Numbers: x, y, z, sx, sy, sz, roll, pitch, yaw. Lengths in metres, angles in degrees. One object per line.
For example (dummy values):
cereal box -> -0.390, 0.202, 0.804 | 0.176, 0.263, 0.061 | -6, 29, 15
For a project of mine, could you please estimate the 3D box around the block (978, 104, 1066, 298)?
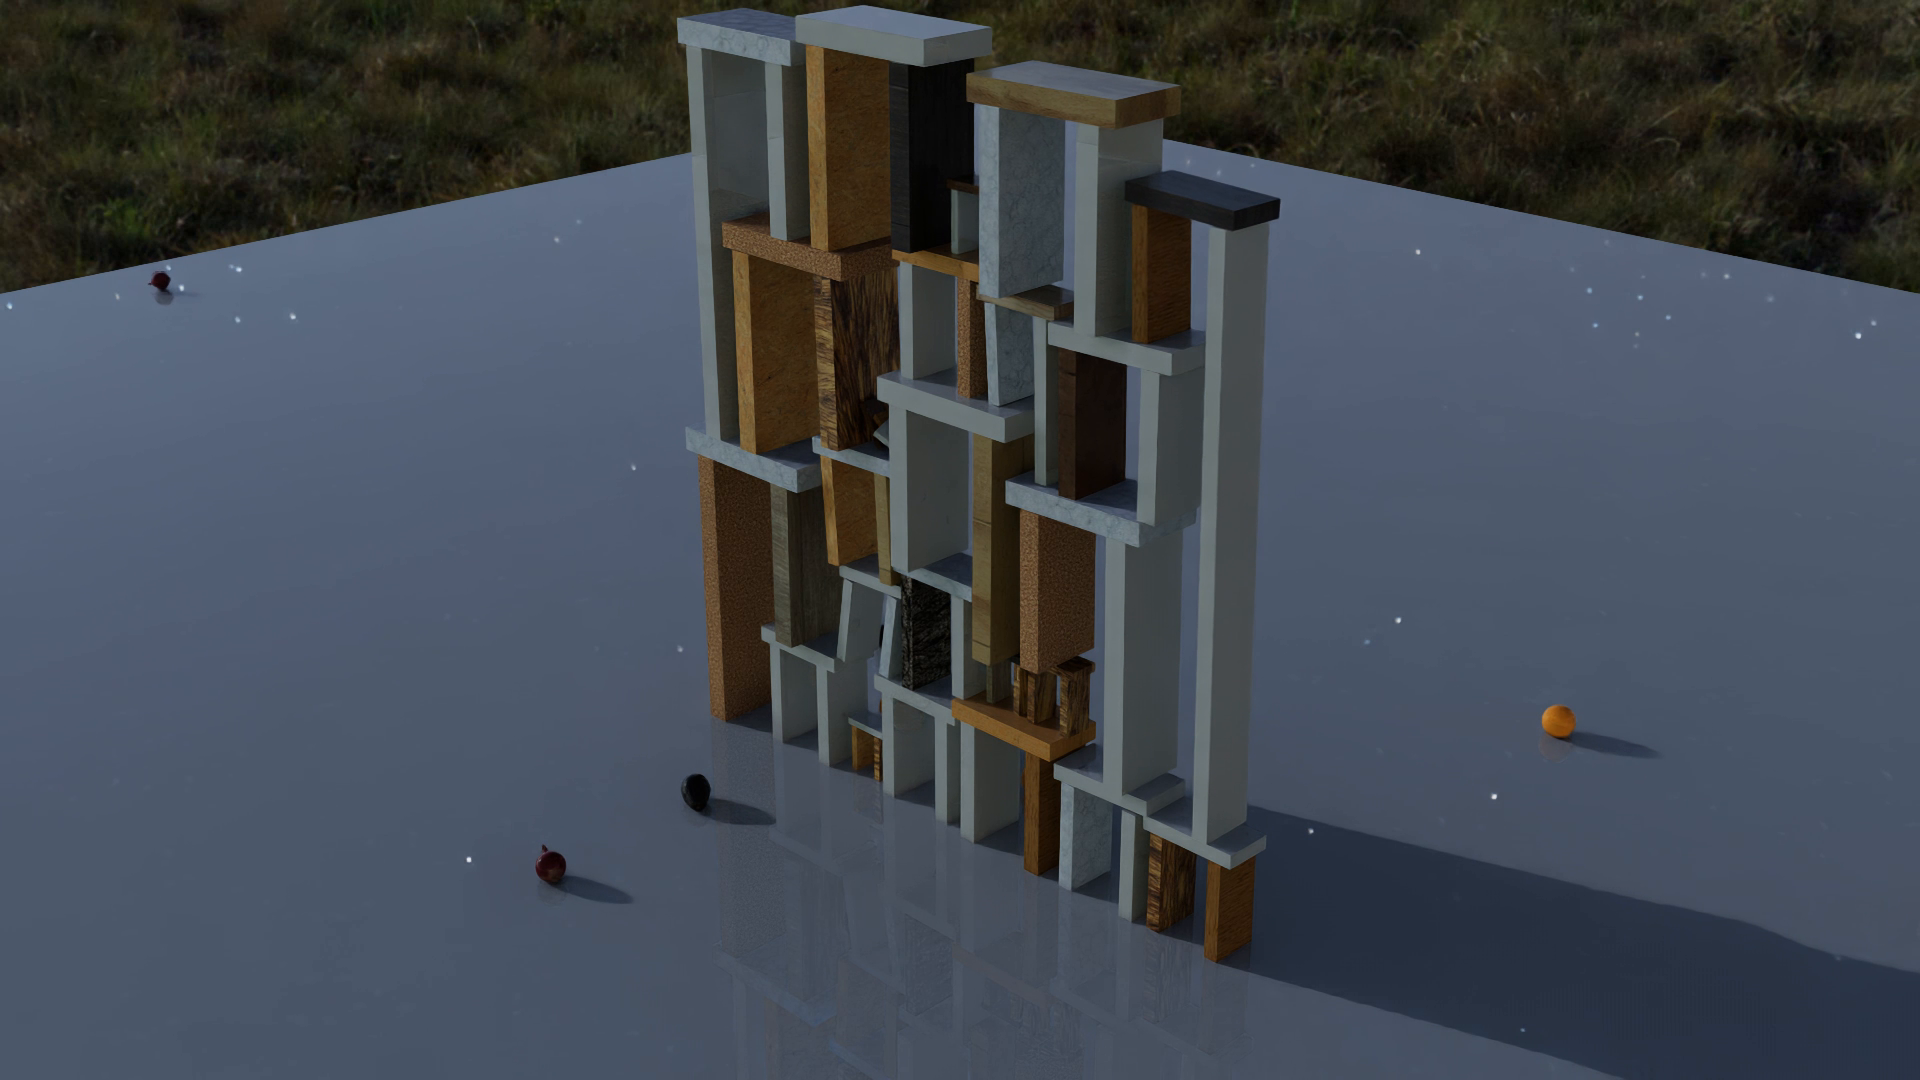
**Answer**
block -> 0.109, -0.604, 3.843 | 0.167, 0.334, 0.047 | -21, 31, -41

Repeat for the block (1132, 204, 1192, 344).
block -> 0.337, -0.455, 3.678 | 0.033, 0.231, 0.116 | 18, 29, 41

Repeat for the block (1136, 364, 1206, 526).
block -> 0.365, -0.174, 3.761 | 0.039, 0.275, 0.137 | 20, 30, 40

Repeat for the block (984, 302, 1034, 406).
block -> 0.090, -0.346, 3.975 | 0.094, 0.189, 0.027 | -21, 27, -41

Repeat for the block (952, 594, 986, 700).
block -> 0.034, 0.193, 4.274 | 0.108, 0.215, 0.030 | -21, 31, -41

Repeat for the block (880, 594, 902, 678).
block -> -0.111, 0.181, 4.419 | 0.092, 0.184, 0.026 | -21, 40, -40

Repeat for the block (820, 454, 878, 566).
block -> -0.220, -0.074, 4.432 | 0.115, 0.230, 0.033 | -21, 27, -41

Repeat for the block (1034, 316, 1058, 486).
block -> 0.175, -0.257, 3.924 | 0.027, 0.311, 0.095 | 19, 30, 41

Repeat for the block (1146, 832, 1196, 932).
block -> 0.392, 0.614, 4.055 | 0.101, 0.202, 0.029 | -21, 31, -40

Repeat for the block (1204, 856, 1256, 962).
block -> 0.487, 0.651, 3.967 | 0.101, 0.203, 0.029 | -21, 30, -40

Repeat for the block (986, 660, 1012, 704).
block -> 0.075, 0.258, 4.257 | 0.015, 0.107, 0.054 | 21, 31, 41

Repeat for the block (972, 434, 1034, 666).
block -> 0.099, -0.002, 4.111 | 0.047, 0.455, 0.166 | 21, 31, 40

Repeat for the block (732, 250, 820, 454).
block -> -0.370, -0.396, 4.454 | 0.174, 0.418, 0.049 | -21, 31, -40

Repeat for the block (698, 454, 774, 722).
block -> -0.470, 0.084, 4.776 | 0.050, 0.615, 0.178 | 21, 31, 41

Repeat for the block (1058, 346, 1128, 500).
block -> 0.234, -0.220, 3.880 | 0.039, 0.274, 0.137 | 19, 30, 40

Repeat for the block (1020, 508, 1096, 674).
block -> 0.181, 0.074, 4.058 | 0.045, 0.315, 0.157 | 20, 30, 41

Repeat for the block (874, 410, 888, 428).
block -> -0.124, -0.210, 4.276 | 0.048, 0.014, 0.095 | -19, 65, -37

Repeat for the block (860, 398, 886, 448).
block -> -0.158, -0.230, 4.298 | 0.048, 0.095, 0.014 | -22, 1, -40

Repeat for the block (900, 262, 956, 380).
block -> -0.060, -0.422, 4.112 | 0.032, 0.223, 0.112 | 21, 31, 41

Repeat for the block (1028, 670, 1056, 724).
block -> 0.156, 0.282, 4.178 | 0.018, 0.125, 0.063 | 21, 31, 40

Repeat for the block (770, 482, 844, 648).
block -> -0.305, 0.030, 4.569 | 0.050, 0.355, 0.178 | 22, 31, 40

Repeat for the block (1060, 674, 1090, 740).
block -> 0.216, 0.305, 4.123 | 0.018, 0.125, 0.063 | 21, 31, 40

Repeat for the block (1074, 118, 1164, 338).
block -> 0.267, -0.536, 3.710 | 0.047, 0.359, 0.167 | 20, 30, 40

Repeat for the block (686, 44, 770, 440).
block -> -0.452, -0.605, 4.453 | 0.168, 0.803, 0.048 | -21, 30, -40

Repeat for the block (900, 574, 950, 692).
block -> -0.067, 0.168, 4.373 | 0.030, 0.247, 0.108 | 21, 31, 40

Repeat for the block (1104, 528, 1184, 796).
block -> 0.329, 0.208, 3.965 | 0.045, 0.497, 0.157 | 20, 30, 41

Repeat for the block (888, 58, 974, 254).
block -> -0.050, -0.703, 3.974 | 0.048, 0.338, 0.169 | 20, 30, 39

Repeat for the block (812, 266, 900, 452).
block -> -0.197, -0.363, 4.288 | 0.174, 0.347, 0.049 | -21, 29, -41

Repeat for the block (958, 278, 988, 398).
block -> 0.046, -0.381, 4.016 | 0.032, 0.223, 0.112 | 21, 31, 41

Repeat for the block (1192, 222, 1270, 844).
block -> 0.457, 0.005, 3.734 | 0.033, 1.112, 0.116 | 19, 30, 40

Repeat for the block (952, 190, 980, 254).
block -> 0.011, -0.579, 3.967 | 0.017, 0.117, 0.058 | 21, 31, 40

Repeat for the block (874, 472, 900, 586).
block -> -0.111, -0.035, 4.329 | 0.033, 0.229, 0.115 | 18, 28, 42

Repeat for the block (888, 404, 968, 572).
block -> -0.058, -0.119, 4.230 | 0.047, 0.332, 0.166 | 21, 31, 40

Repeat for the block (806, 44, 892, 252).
block -> -0.206, -0.748, 4.135 | 0.048, 0.381, 0.169 | 21, 31, 40

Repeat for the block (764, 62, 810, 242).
block -> -0.288, -0.755, 4.210 | 0.168, 0.336, 0.048 | -21, 31, -40

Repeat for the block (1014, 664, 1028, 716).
block -> 0.127, 0.278, 4.210 | 0.015, 0.107, 0.054 | 22, 31, 40
